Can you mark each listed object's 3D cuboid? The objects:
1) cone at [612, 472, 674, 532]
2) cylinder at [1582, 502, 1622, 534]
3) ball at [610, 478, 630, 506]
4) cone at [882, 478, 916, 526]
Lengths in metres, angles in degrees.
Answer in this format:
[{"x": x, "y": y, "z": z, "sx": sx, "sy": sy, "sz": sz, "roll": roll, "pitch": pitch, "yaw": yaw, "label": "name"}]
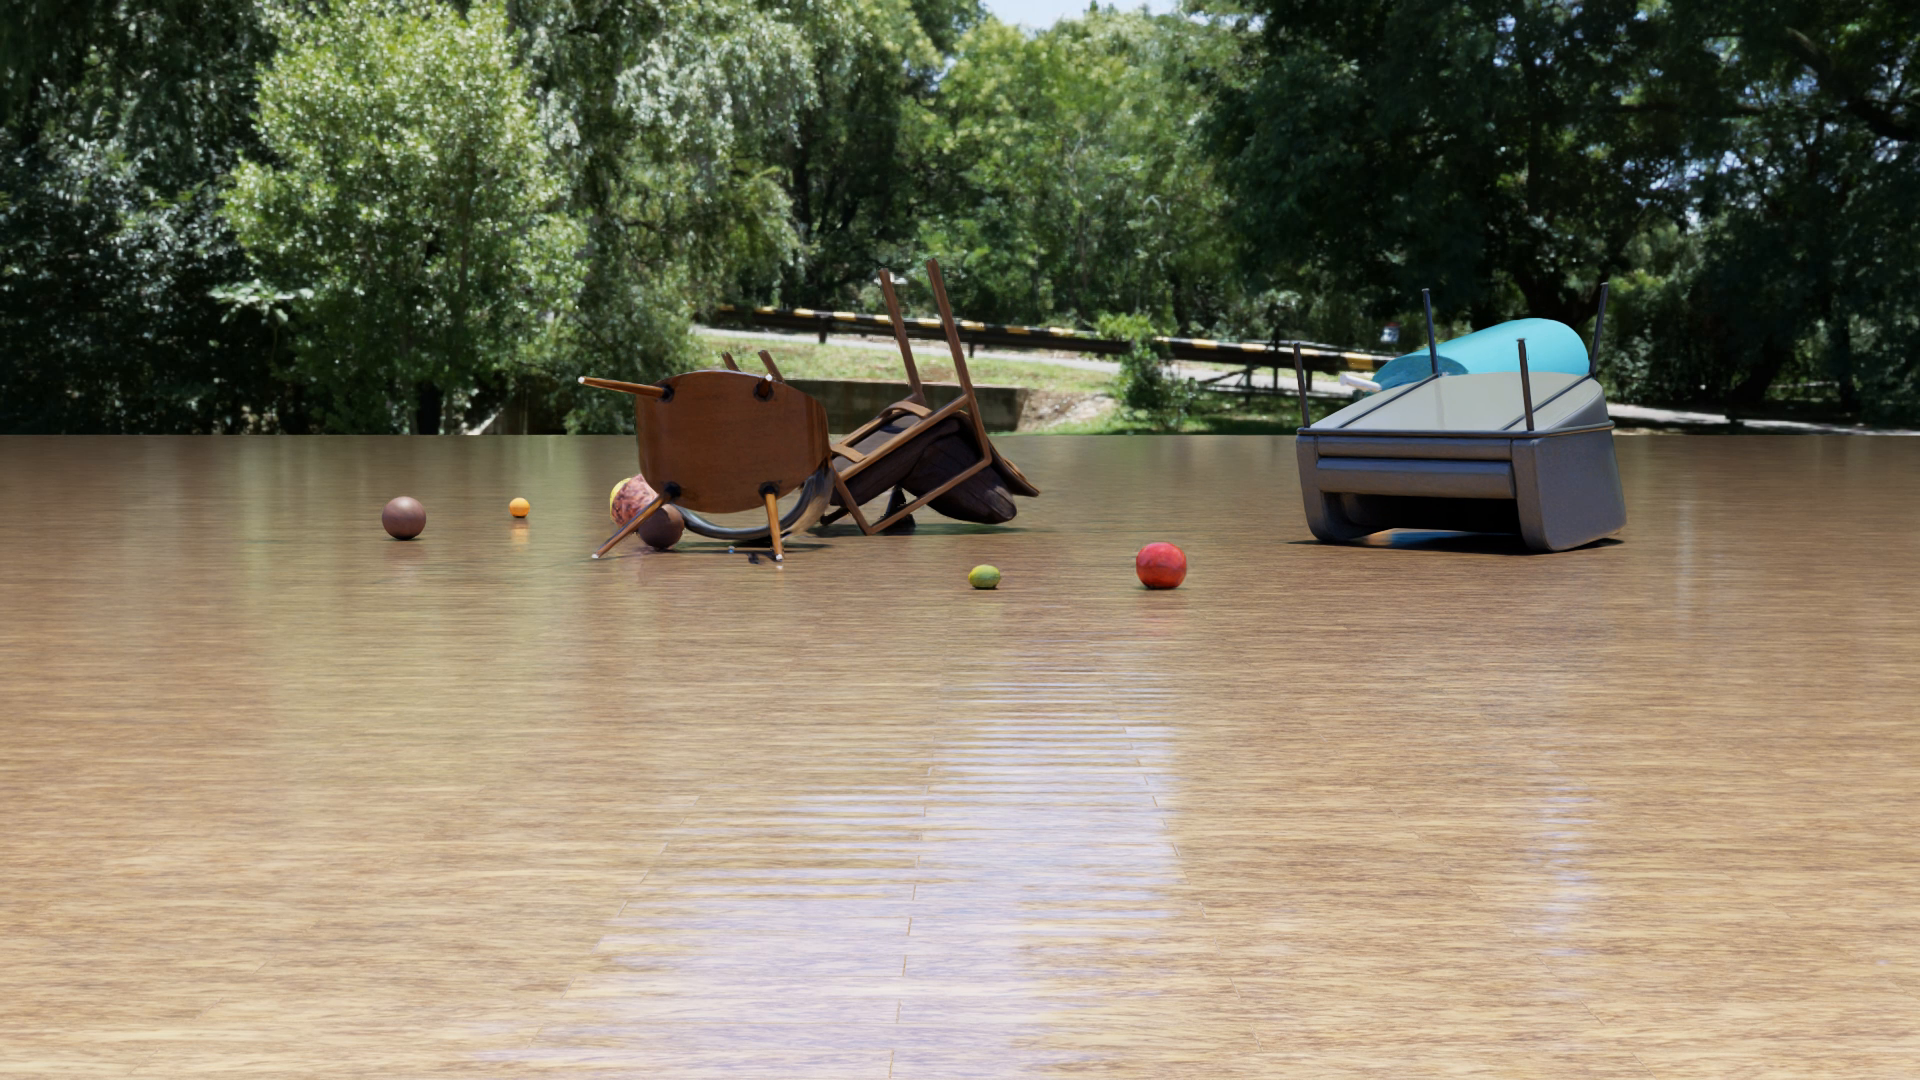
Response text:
[{"x": -0.956, "y": -0.074, "z": 6.951, "sx": 0.203, "sy": 0.206, "sz": 0.212, "roll": 39, "pitch": 17, "yaw": 37, "label": "cone"}, {"x": 2.005, "y": -0.060, "z": 6.868, "sx": 0.096, "sy": 0.075, "sz": 0.096, "roll": 26, "pitch": 31, "yaw": 12, "label": "cylinder"}, {"x": -1.101, "y": -0.134, "z": 7.394, "sx": 0.150, "sy": 0.150, "sz": 0.150, "roll": 0, "pitch": 4, "yaw": 0, "label": "ball"}, {"x": -0.204, "y": -0.126, "z": 7.196, "sx": 0.118, "sy": 0.158, "sz": 0.105, "roll": 0, "pitch": 4, "yaw": 35, "label": "cone"}]
